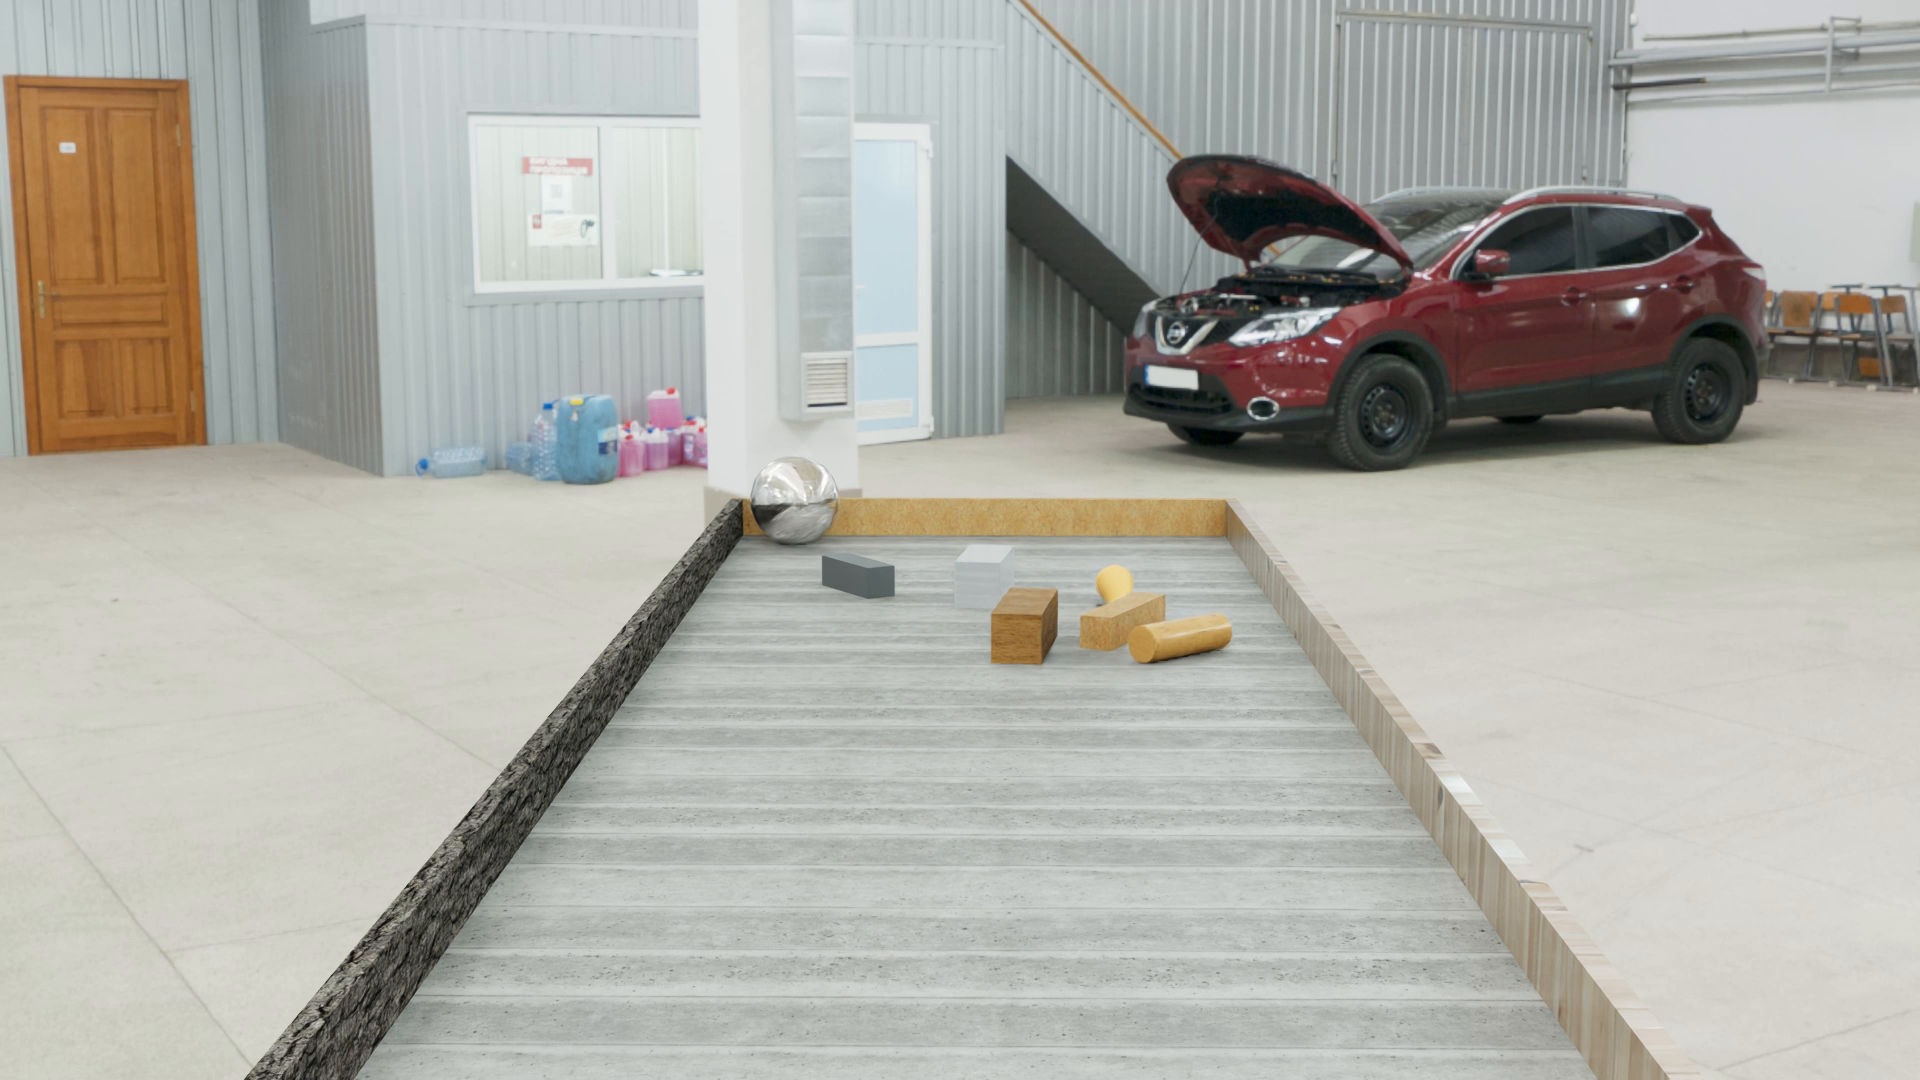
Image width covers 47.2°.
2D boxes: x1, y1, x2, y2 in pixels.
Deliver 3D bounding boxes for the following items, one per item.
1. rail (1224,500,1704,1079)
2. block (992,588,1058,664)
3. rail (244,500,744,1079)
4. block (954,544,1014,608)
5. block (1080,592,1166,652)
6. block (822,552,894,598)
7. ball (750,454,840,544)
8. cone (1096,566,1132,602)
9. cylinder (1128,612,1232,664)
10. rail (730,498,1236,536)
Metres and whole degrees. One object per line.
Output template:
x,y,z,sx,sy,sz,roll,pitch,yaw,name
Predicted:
1.046,0.843,3.208,0.050,0.150,12.000,0,9,1,rail
0.204,0.264,6.852,0.153,0.153,0.448,1,9,9,block
-1.004,0.839,3.234,0.050,0.150,12.000,0,9,1,rail
0.088,0.125,7.709,0.159,0.159,0.380,1,9,8,block
0.525,0.258,7.044,0.105,0.105,0.451,5,10,27,block
-0.365,0.126,7.863,0.109,0.109,0.330,-6,11,-32,block
-0.669,-0.165,8.898,0.360,0.360,0.360,0,9,0,ball
0.549,0.215,7.444,0.132,0.132,0.420,-1,18,-4,cone
0.678,0.299,6.760,0.340,0.114,0.114,-8,12,-40,cylinder
0.099,-0.098,9.147,2.100,0.150,0.050,0,9,1,rail
